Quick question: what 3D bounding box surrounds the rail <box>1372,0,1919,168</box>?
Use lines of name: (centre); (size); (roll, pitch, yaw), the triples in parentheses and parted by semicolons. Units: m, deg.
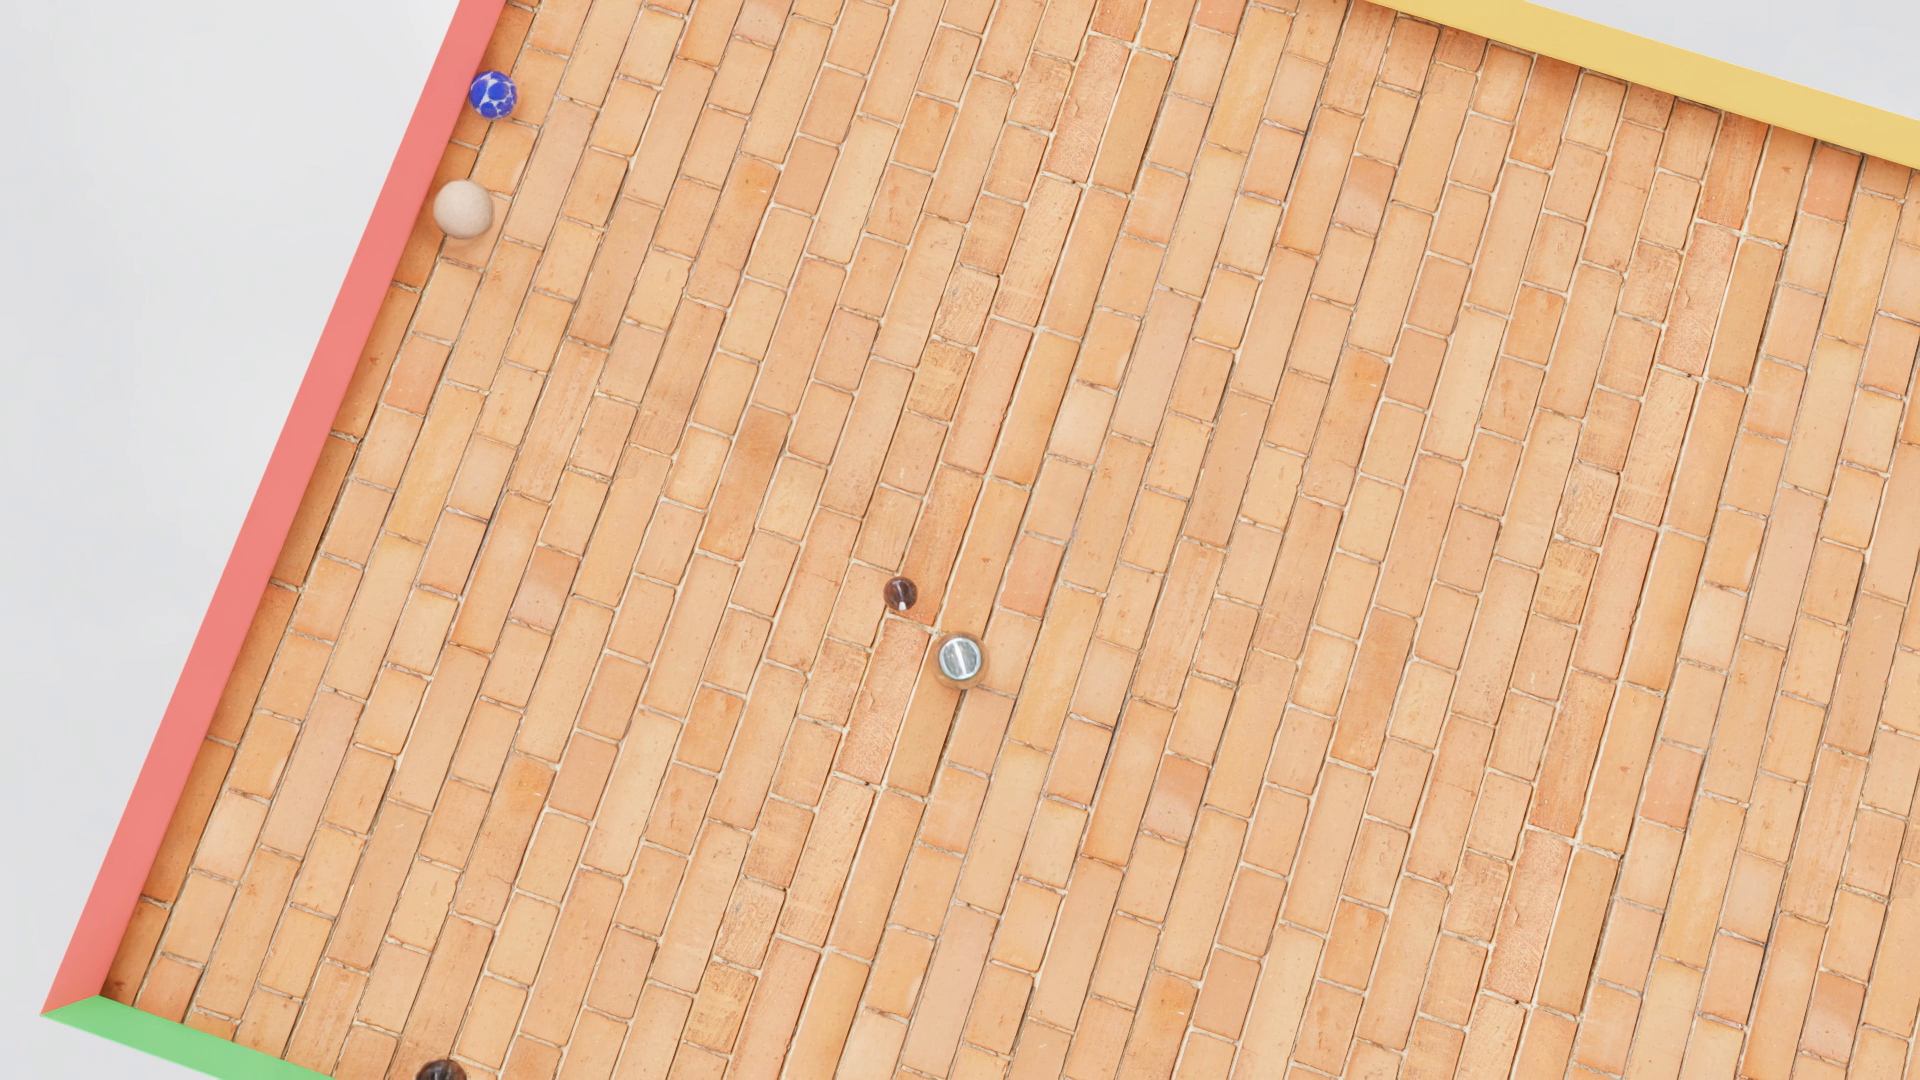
rail: (1.282, -0.666, 3.428); (4.006, 0.119, 0.045); (18, 78, 4)

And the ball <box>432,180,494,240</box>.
ball: (-0.770, -0.512, 3.409); (0.092, 0.092, 0.092); (0, 78, 0)

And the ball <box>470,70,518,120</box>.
ball: (-0.733, -0.700, 3.459); (0.076, 0.076, 0.076); (0, 78, 0)

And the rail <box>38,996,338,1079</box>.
rail: (0.617, 1.278, 3.005); (4.006, 0.119, 0.045); (18, 78, 4)

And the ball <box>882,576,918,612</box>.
ball: (-0.089, 0.081, 3.300); (0.054, 0.054, 0.054); (0, 78, 0)

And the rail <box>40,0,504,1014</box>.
rail: (-0.927, -0.308, 3.350); (0.045, 0.119, 2.145); (18, 78, 4)

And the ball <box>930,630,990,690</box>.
ball: (0.000, 0.178, 3.261); (0.088, 0.088, 0.088); (0, 78, 0)

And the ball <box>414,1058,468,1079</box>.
ball: (-0.741, 0.779, 3.136); (0.079, 0.079, 0.079); (0, 78, 0)
